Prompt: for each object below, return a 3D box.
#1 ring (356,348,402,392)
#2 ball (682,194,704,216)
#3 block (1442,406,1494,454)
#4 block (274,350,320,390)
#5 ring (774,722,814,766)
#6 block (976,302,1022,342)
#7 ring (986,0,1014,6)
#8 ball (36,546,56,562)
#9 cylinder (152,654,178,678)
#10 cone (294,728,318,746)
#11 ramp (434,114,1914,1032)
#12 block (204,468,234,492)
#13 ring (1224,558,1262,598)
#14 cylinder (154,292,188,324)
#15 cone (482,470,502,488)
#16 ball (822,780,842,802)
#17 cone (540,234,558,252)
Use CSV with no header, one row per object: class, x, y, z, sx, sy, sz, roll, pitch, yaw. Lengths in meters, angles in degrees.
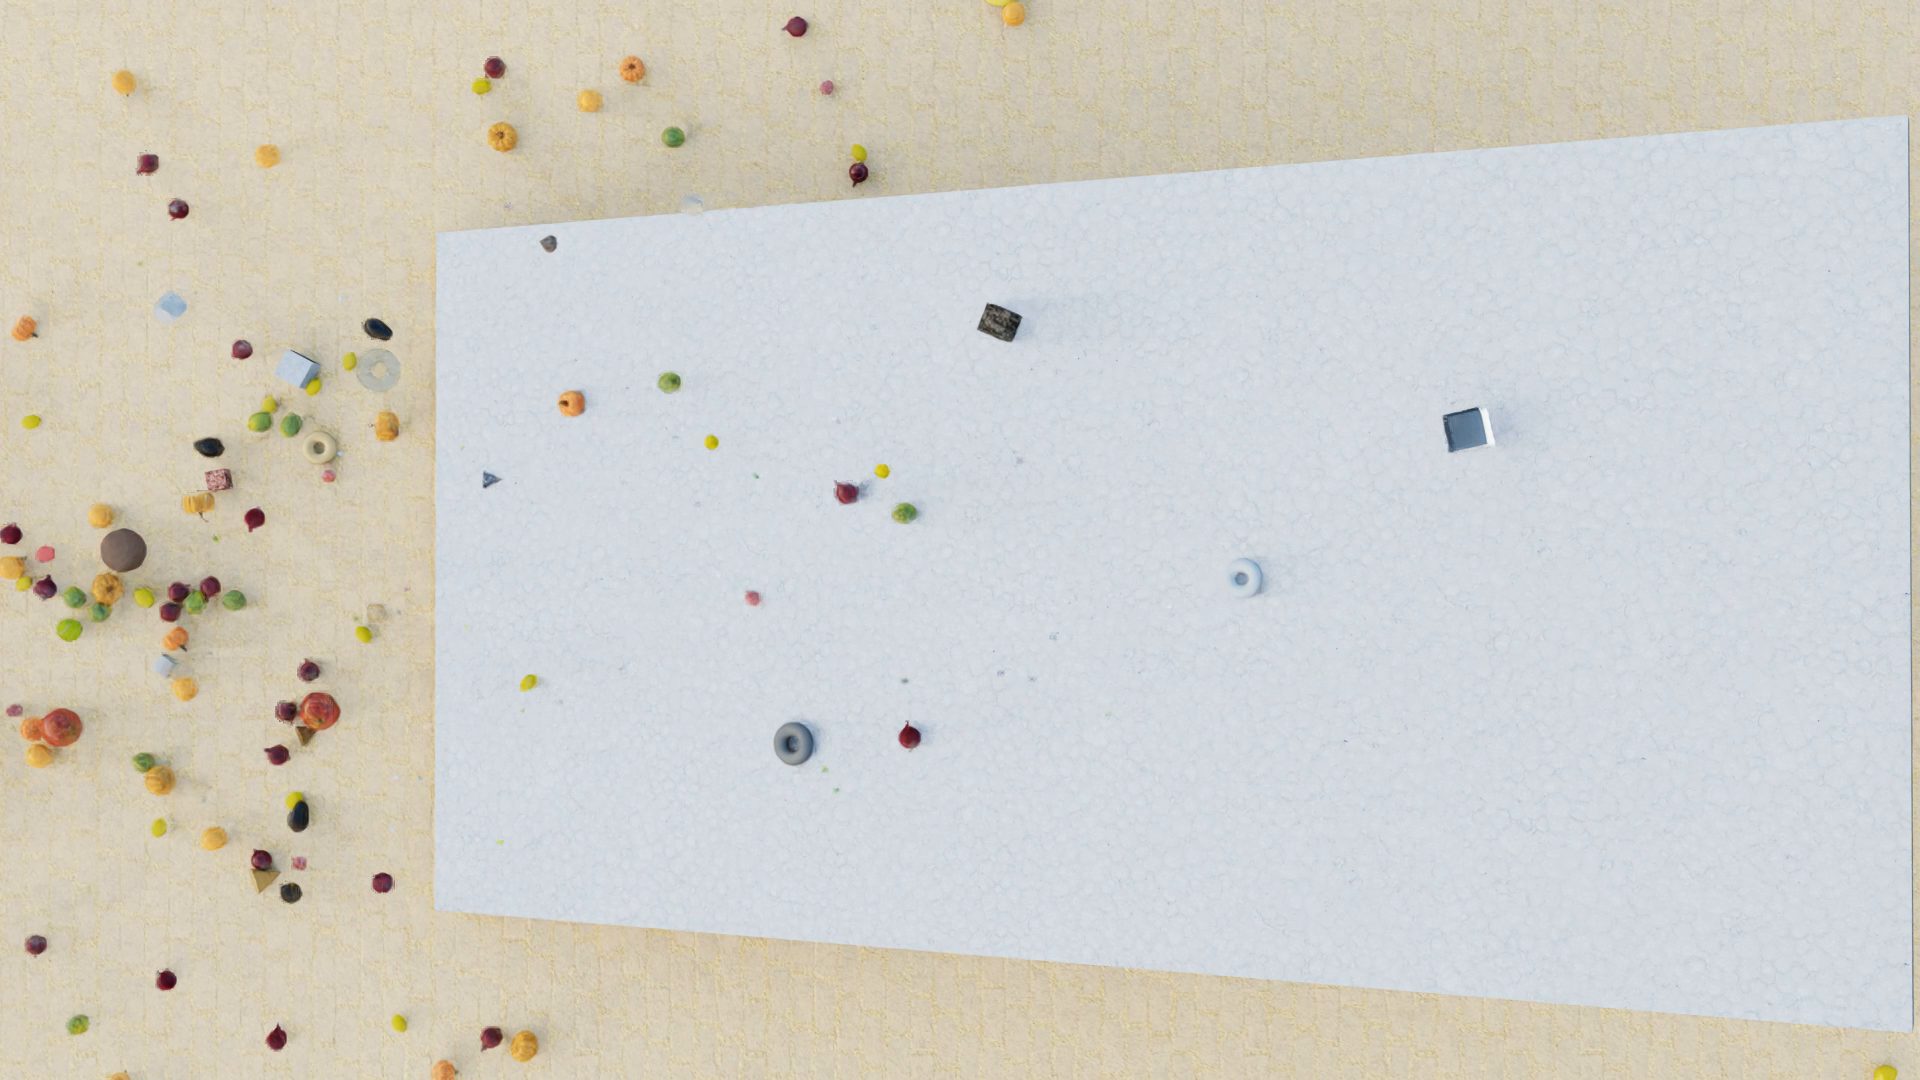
ring,-1.737,-0.508,6.571,0.134,0.045,0.134,0,90,-1
ball,-0.741,-0.927,6.097,0.058,0.058,0.058,0,89,0
block,1.192,-0.256,5.157,0.089,0.089,0.089,-14,84,24
block,-1.973,-0.507,6.550,0.085,0.085,0.085,29,89,0
ring,-0.451,0.551,5.950,0.120,0.040,0.120,-1,88,26
block,0.103,-0.561,5.683,0.074,0.074,0.074,26,100,23
ring,0.121,-1.667,6.583,0.137,0.046,0.137,0,88,1
ball,-2.727,0.041,6.560,0.051,0.051,0.051,0,89,0
cylinder,-2.368,0.375,6.556,0.052,0.052,0.052,34,89,0
cone,-1.943,0.574,6.566,0.062,0.062,0.062,-26,89,-27
ramp,0.282,0.082,5.687,4.000,0.100,2.000,0,89,25
block,-2.210,-0.178,6.560,0.057,0.057,0.057,-11,89,0
ring,0.697,0.095,5.418,0.100,0.033,0.100,0,90,24
cylinder,-2.349,-0.689,6.546,0.066,0.066,0.066,32,56,0
cone,-1.356,-0.177,6.394,0.054,0.054,0.054,1,89,-2
ball,-0.344,0.674,5.909,0.058,0.058,0.058,0,89,0
cone,-1.191,-0.853,6.308,0.052,0.052,0.052,0,89,25
